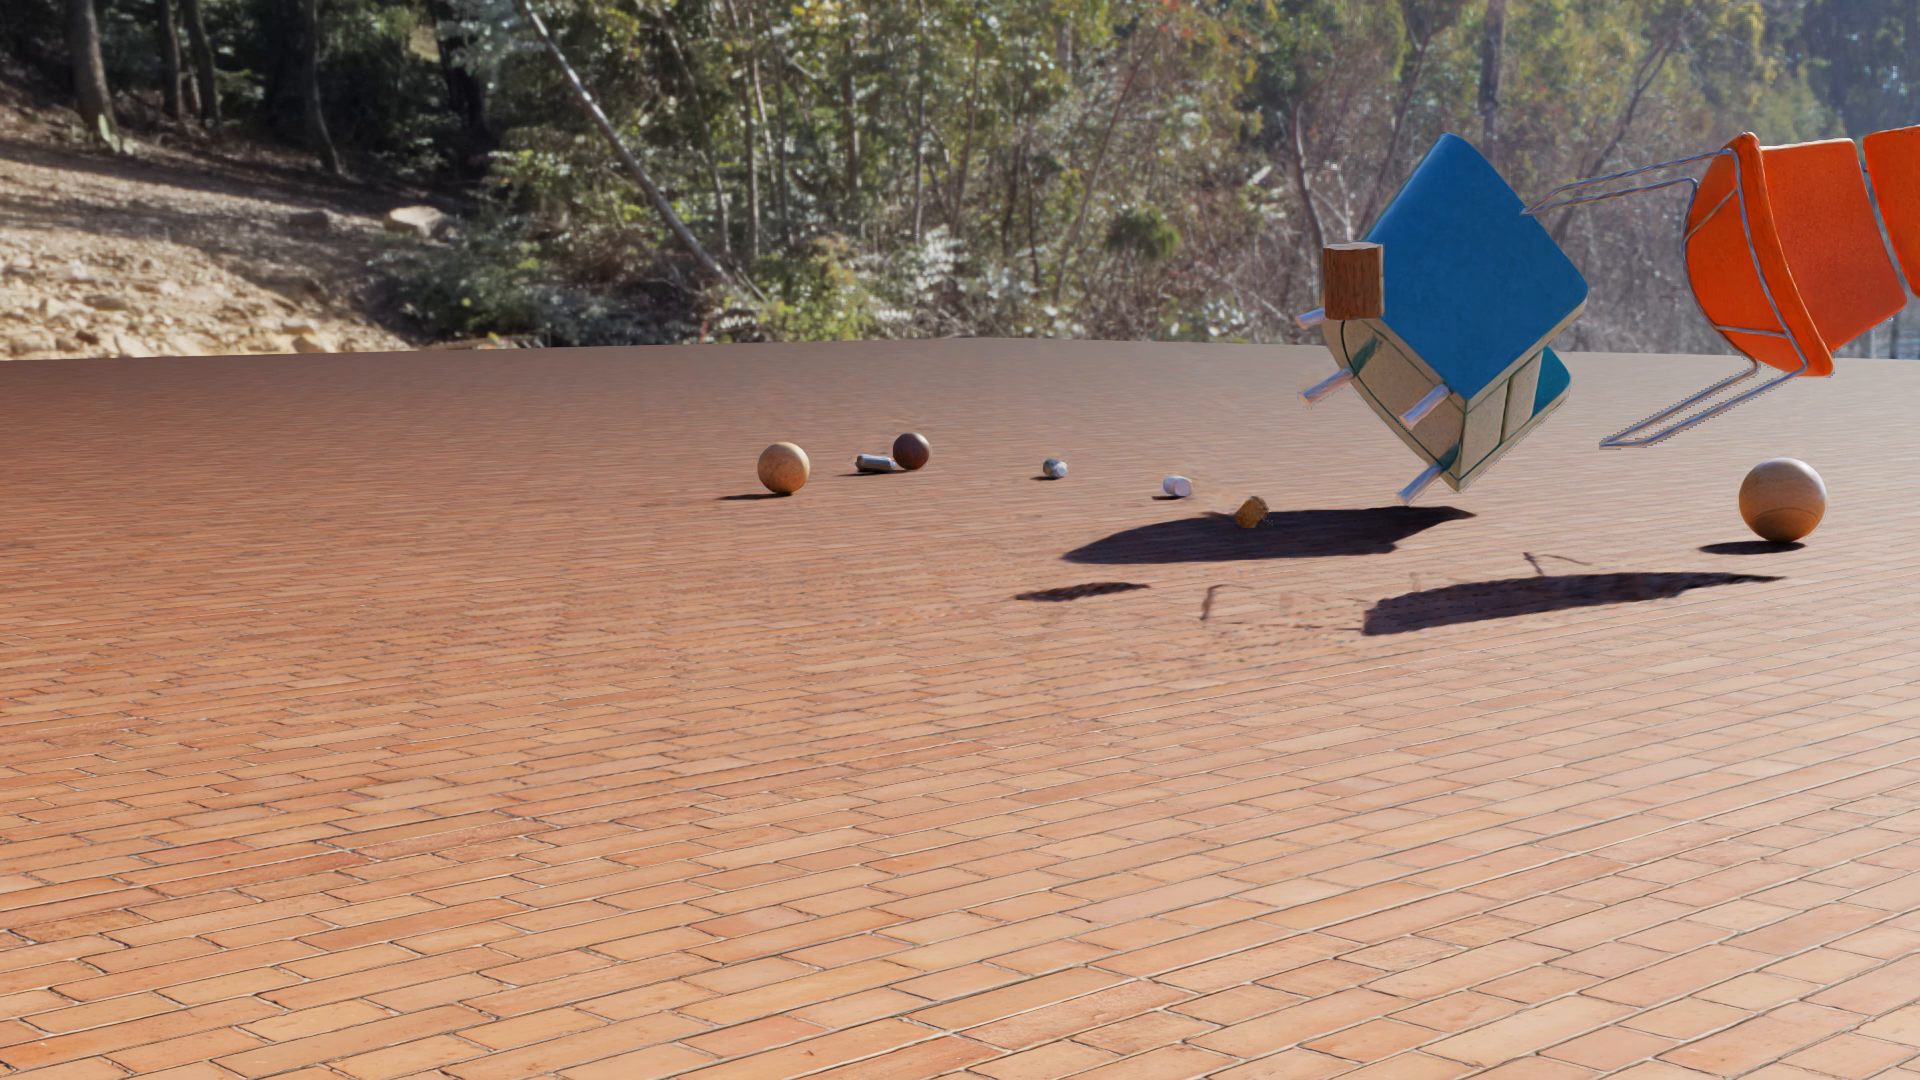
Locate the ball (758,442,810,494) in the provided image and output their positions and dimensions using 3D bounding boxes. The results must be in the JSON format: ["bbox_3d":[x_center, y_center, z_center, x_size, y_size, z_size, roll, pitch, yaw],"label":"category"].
[{"bbox_3d":[-0.533,-0.217,7.749,0.158,0.158,0.158,0,6,0],"label":"ball"}]

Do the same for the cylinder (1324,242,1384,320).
[{"bbox_3d":[0.933,-0.614,6.079,0.133,0.165,0.143,-13,15,-37],"label":"cylinder"}]

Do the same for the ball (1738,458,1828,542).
[{"bbox_3d":[2.036,-0.099,6.349,0.210,0.210,0.210,0,6,0],"label":"ball"}]
